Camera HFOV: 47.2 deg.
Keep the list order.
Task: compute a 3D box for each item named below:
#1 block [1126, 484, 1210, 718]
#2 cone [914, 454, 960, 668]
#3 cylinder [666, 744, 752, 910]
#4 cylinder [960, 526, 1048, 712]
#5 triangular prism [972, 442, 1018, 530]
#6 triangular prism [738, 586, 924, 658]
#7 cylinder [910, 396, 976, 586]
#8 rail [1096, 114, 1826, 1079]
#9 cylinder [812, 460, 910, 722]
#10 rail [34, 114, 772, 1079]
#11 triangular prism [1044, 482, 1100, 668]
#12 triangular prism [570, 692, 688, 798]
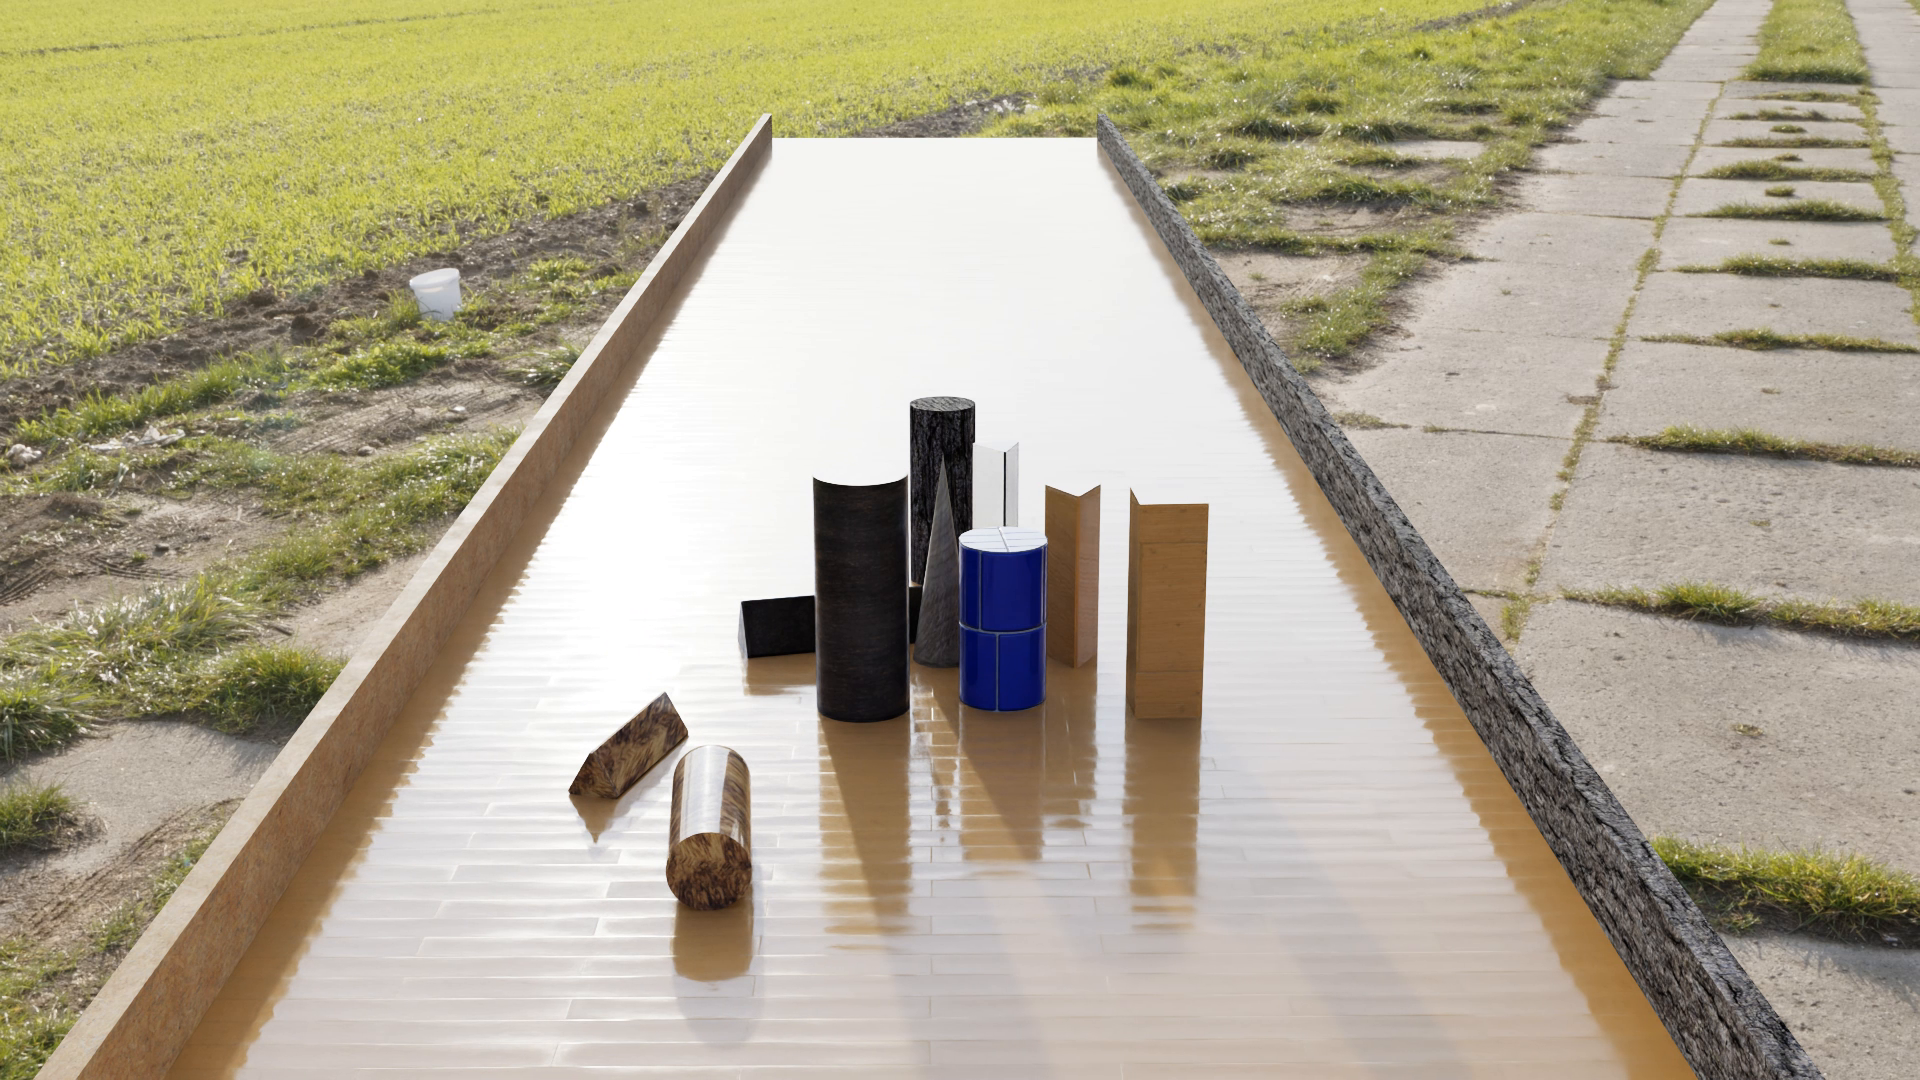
[{"bbox_3d":[0.385,0.115,4.112,0.127,0.415,0.127,-1,17,-4],"label":"block"},{"bbox_3d":[-0.033,0.033,4.368,0.123,0.425,0.123,0,17,0],"label":"cone"},{"bbox_3d":[-0.396,0.450,3.487,0.130,0.130,0.354,-2,17,-5],"label":"cylinder"},{"bbox_3d":[0.081,0.149,4.171,0.167,0.316,0.167,0,17,0],"label":"cylinder"},{"bbox_3d":[0.091,-0.020,4.639,0.084,0.374,0.097,-15,22,-40],"label":"triangular prism"},{"bbox_3d":[-0.244,0.156,4.515,0.413,0.101,0.116,-4,17,-15],"label":"triangular prism"},{"bbox_3d":[-0.038,-0.107,4.884,0.145,0.401,0.145,0,17,0],"label":"cylinder"},{"bbox_3d":[0.932,-0.844,7.801,0.050,0.150,12.000,0,17,-1],"label":"rail"},{"bbox_3d":[-0.183,0.096,4.104,0.177,0.457,0.177,0,17,0],"label":"cylinder"},{"bbox_3d":[-1.118,-0.838,7.780,0.050,0.150,12.000,0,17,-1],"label":"rail"},{"bbox_3d":[0.239,0.064,4.387,0.094,0.355,0.109,-11,20,-32],"label":"triangular prism"},{"bbox_3d":[-0.584,0.355,3.886,0.091,0.079,0.312,5,17,15],"label":"triangular prism"}]
